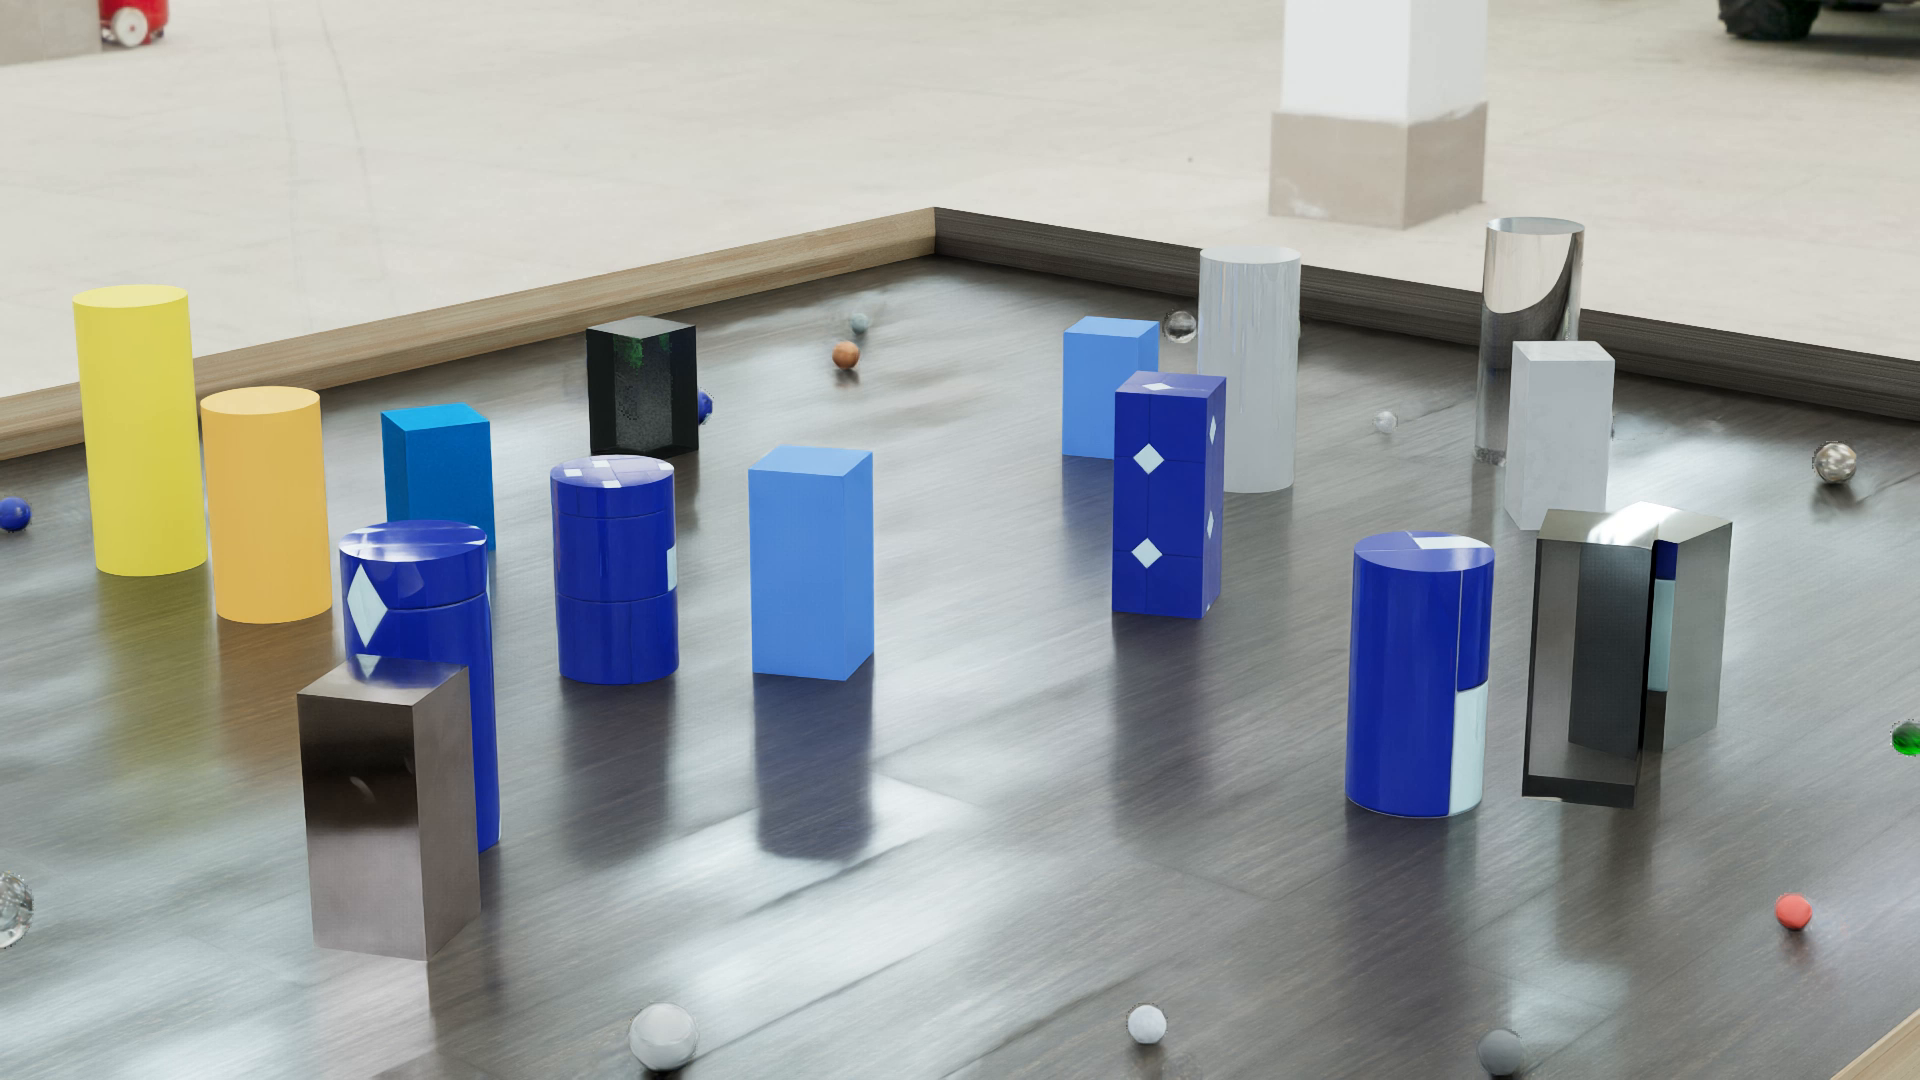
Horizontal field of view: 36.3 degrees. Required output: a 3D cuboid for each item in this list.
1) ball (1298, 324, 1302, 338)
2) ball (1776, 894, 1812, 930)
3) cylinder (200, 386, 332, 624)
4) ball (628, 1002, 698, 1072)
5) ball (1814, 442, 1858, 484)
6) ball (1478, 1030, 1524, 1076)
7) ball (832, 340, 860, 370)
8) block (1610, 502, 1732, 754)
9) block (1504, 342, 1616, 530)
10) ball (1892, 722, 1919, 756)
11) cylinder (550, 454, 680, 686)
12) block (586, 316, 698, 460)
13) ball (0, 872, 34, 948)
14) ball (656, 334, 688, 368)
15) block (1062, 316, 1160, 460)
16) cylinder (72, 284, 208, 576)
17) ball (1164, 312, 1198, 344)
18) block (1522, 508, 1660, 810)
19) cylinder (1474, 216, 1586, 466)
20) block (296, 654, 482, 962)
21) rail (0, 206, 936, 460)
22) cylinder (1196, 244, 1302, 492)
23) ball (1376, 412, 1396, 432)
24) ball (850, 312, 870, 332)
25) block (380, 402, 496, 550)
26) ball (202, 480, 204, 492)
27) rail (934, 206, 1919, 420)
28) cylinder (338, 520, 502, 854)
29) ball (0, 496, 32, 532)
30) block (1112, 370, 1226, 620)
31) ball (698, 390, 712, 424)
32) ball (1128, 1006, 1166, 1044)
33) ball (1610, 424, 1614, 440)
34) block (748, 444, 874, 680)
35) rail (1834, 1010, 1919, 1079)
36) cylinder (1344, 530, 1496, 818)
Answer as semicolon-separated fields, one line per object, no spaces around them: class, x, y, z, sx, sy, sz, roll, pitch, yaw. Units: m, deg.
ball;0.761;-0.500;6.949;0.094;0.094;0.094;0;17;0
ball;1.076;0.480;3.783;0.044;0.044;0.044;0;17;0
cylinder;-1.186;-0.062;5.023;0.197;0.366;0.197;0;17;0
ball;-0.344;0.577;3.401;0.079;0.079;0.079;0;17;0
ball;1.739;-0.153;5.820;0.081;0.081;0.081;0;17;0
ball;0.626;0.593;3.393;0.052;0.052;0.052;0;17;0
ball;-0.263;-0.426;6.751;0.065;0.065;0.065;0;17;0
block;1.050;0.130;4.451;0.158;0.328;0.158;15;23;41
block;1.132;-0.198;5.545;0.158;0.327;0.158;0;17;-1
ball;1.418;0.297;4.381;0.050;0.050;0.050;0;17;0
cylinder;-0.556;0.047;4.729;0.197;0.328;0.197;0;17;0
block;-0.652;-0.310;6.024;0.158;0.263;0.158;13;21;37
ball;-1.228;0.470;3.723;0.098;0.098;0.098;0;17;0
ball;-0.665;-0.436;6.766;0.076;0.076;0.076;0;17;0
block;0.311;-0.313;6.045;0.158;0.258;0.158;6;18;19
cylinder;-1.469;-0.198;5.261;0.197;0.490;0.197;0;17;0
ball;0.528;-0.508;7.004;0.077;0.077;0.077;0;17;0
block;0.906;0.169;4.216;0.158;0.390;0.158;5;17;16
cylinder;1.155;-0.402;5.955;0.197;0.479;0.197;0;17;0
block;-0.724;0.339;3.735;0.158;0.342;0.158;5;17;16
rail;-1.541;-0.354;6.401;0.045;0.128;4.538;14;22;39
cylinder;0.567;-0.340;5.787;0.197;0.457;0.197;0;17;0
ball;0.901;-0.250;6.203;0.045;0.045;0.045;0;17;0
ball;-0.244;-0.527;7.117;0.049;0.049;0.049;0;17;0
block;-0.959;-0.109;5.391;0.158;0.244;0.158;-8;19;-25
ball;-1.496;-0.100;5.625;0.091;0.091;0.091;0;17;0
rail;1.472;-0.457;6.743;4.130;0.128;0.045;14;22;39
cylinder;-0.738;0.207;4.018;0.197;0.432;0.197;0;17;0
ball;-1.776;-0.049;5.499;0.067;0.067;0.067;0;17;0
block;0.359;-0.079;5.042;0.158;0.388;0.158;5;17;16
ball;-0.566;-0.283;6.258;0.077;0.077;0.077;0;17;0
ball;0.221;0.574;3.470;0.045;0.045;0.045;0;17;0
ball;1.332;-0.223;6.098;0.055;0.055;0.055;0;17;0
block;-0.238;0.035;4.746;0.158;0.341;0.158;5;17;15
rail;1.541;0.418;3.839;0.045;0.128;4.538;14;22;39
cylinder;0.655;0.190;4.187;0.197;0.366;0.197;0;17;0
